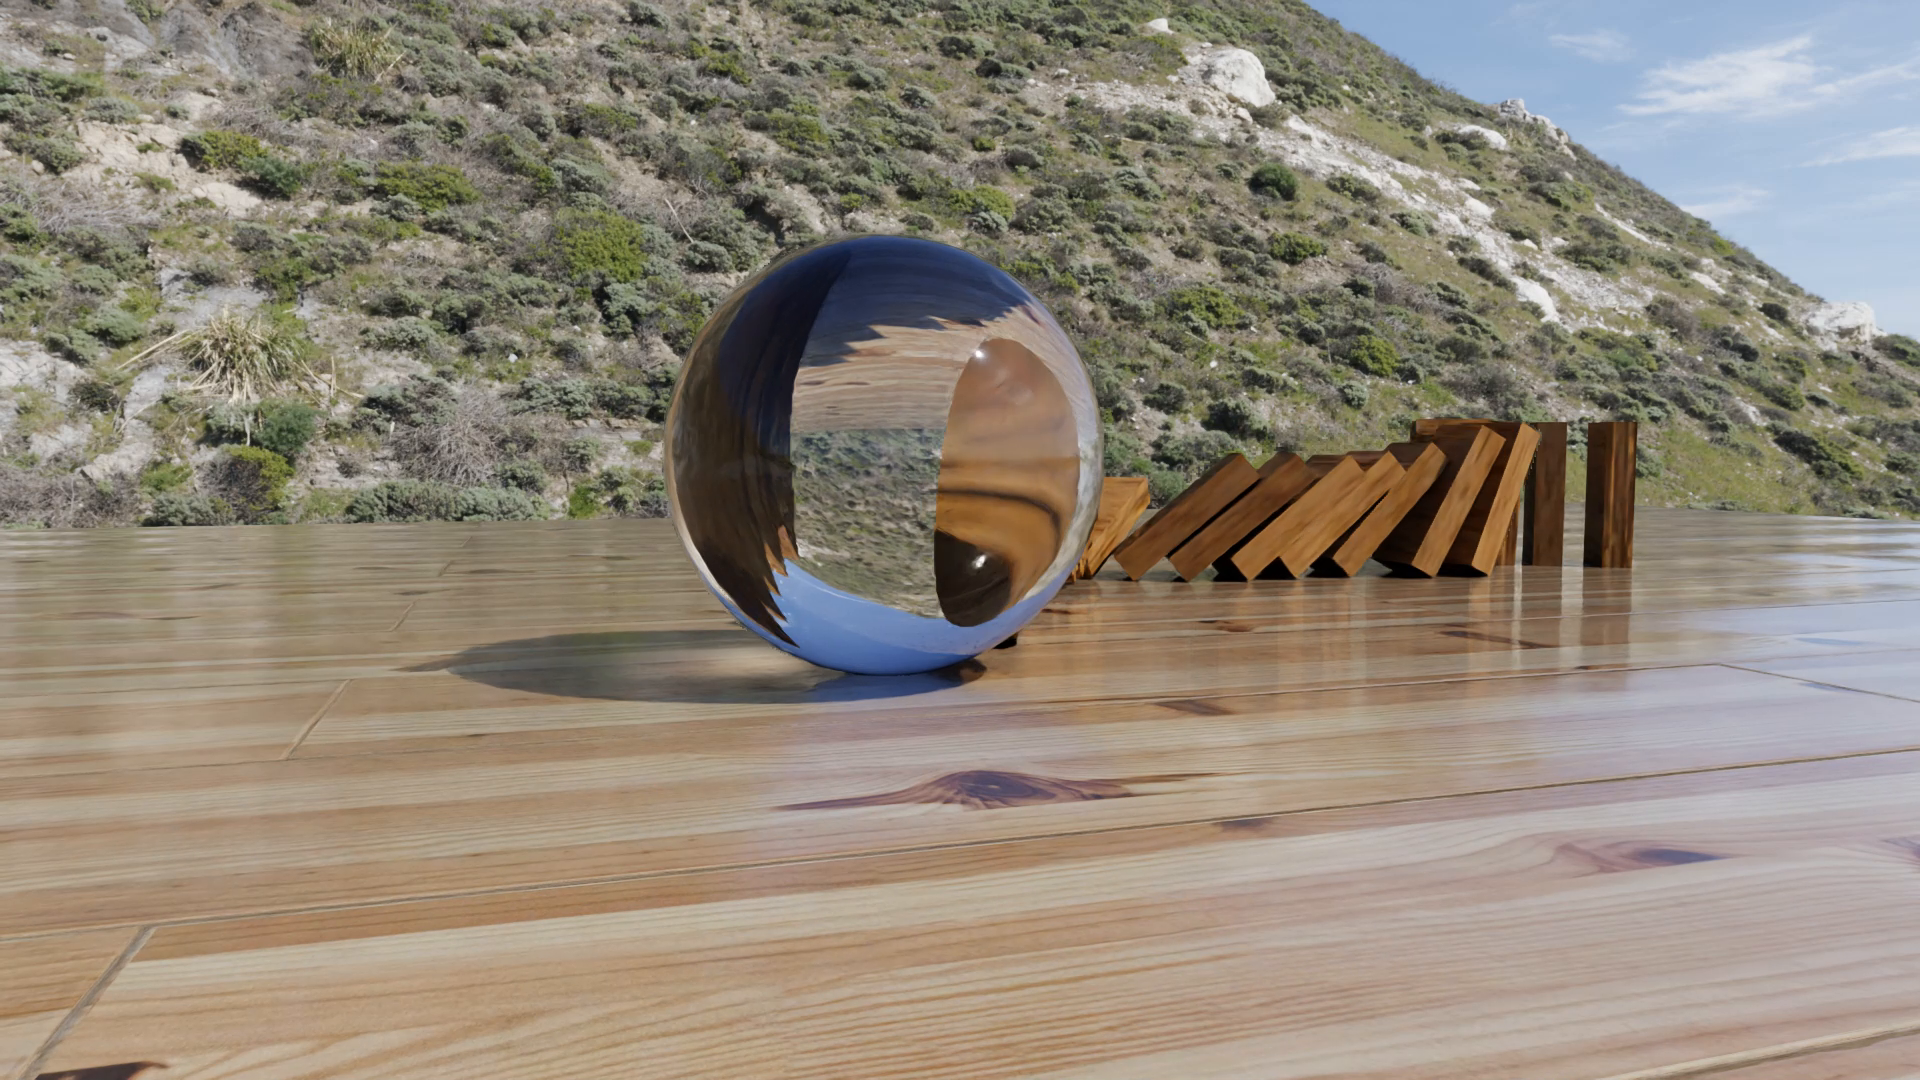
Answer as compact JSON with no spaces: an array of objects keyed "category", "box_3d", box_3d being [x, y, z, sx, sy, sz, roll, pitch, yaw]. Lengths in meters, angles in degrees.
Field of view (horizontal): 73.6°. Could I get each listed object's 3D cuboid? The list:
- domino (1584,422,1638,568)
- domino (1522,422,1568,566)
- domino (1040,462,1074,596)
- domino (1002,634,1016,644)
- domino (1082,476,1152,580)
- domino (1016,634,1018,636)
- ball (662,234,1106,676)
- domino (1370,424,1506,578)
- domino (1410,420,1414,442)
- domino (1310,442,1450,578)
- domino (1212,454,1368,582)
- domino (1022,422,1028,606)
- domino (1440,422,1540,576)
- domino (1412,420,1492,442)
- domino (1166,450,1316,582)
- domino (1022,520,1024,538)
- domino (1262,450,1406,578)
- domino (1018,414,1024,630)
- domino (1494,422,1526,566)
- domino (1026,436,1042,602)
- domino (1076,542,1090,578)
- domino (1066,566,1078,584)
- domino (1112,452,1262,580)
[{"category":"domino","box_3d":[0.228,-0.016,0.451,0.010,0.050,0.025,1,4,13]},{"category":"domino","box_3d":[0.208,-0.017,0.457,0.010,0.050,0.025,1,4,16]},{"category":"domino","box_3d":[0.018,-0.004,0.376,0.025,0.010,0.050,1,40,12]},{"category":"domino","box_3d":[0.000,-0.003,0.279,0.025,0.050,0.009,0,-21,4]},{"category":"domino","box_3d":[0.042,-0.005,0.426,0.025,0.010,0.050,3,32,32]},{"category":"domino","box_3d":[0.001,-0.004,0.289,0.025,0.050,0.010,1,-21,4]},{"category":"ball","box_3d":[-0.013,-0.015,0.235,0.080,0.080,0.080,0,4,0]},{"category":"domino","box_3d":[0.155,-0.013,0.418,0.010,0.050,0.025,28,-2,-12]},{"category":"domino","box_3d":[0.173,-0.017,0.457,0.025,0.050,0.010,2,-3,23]},{"category":"domino","box_3d":[0.135,-0.011,0.421,0.010,0.050,0.025,43,-5,-11]},{"category":"domino","box_3d":[0.103,-0.008,0.409,0.050,0.009,0.025,-40,9,-5]},{"category":"domino","box_3d":[0.005,-0.007,0.343,0.025,0.050,0.010,0,-24,4]},{"category":"domino","box_3d":[0.170,-0.014,0.424,0.010,0.050,0.025,25,-6,-26]},{"category":"domino","box_3d":[0.170,-0.016,0.443,0.025,0.050,0.010,1,-10,14]},{"category":"domino","box_3d":[0.087,-0.008,0.404,0.050,0.010,0.025,-40,3,6]},{"category":"domino","box_3d":[0.004,-0.007,0.331,0.025,0.050,0.010,0,-21,4]},{"category":"domino","box_3d":[0.118,-0.009,0.417,0.050,0.010,0.025,-42,11,-7]},{"category":"domino","box_3d":[0.002,-0.005,0.300,0.025,0.050,0.010,0,-21,4]},{"category":"domino","box_3d":[0.192,-0.017,0.460,0.010,0.050,0.025,3,5,5]},{"category":"domino","box_3d":[0.010,-0.007,0.358,0.025,0.050,0.010,0,-35,5]},{"category":"domino","box_3d":[0.029,-0.008,0.410,0.025,0.010,0.050,-3,39,18]},{"category":"domino","box_3d":[0.025,-0.006,0.394,0.025,0.010,0.050,-3,39,18]},{"category":"domino","box_3d":[0.071,-0.008,0.407,0.050,0.009,0.025,-40,1,7]}]
